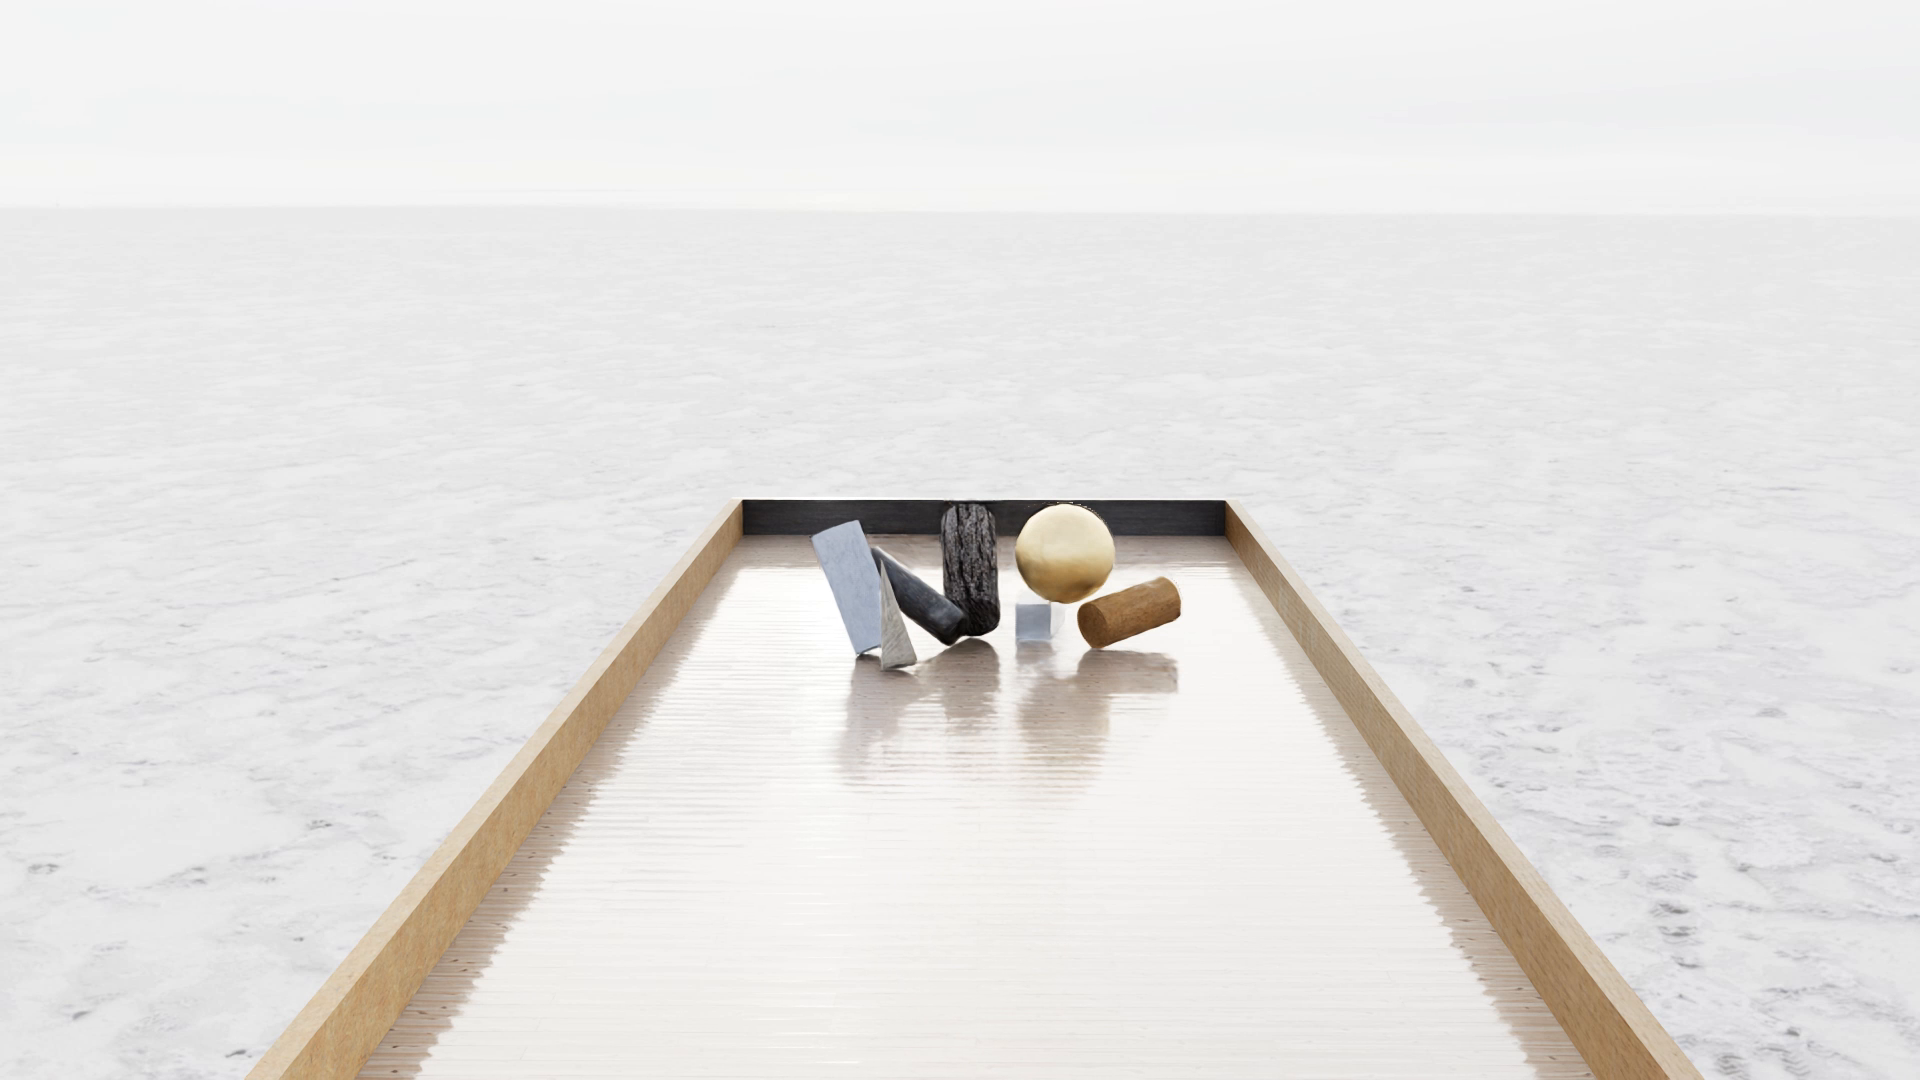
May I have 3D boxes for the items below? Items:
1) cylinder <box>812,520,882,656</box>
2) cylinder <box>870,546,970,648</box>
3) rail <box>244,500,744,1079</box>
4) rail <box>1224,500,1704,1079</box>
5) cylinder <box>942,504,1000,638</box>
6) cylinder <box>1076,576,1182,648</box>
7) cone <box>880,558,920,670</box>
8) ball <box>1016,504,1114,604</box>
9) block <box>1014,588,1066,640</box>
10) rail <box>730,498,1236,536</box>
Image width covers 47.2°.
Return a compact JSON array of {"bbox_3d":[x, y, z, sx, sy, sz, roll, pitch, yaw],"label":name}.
[{"bbox_3d":[-0.316,0.147,6.759,0.156,0.384,0.156,-21,-6,-2],"label":"cylinder"},{"bbox_3d":[-0.150,0.179,6.930,0.376,0.122,0.122,37,22,17],"label":"cylinder"},{"bbox_3d":[-1.004,0.839,3.234,0.050,0.150,12.000,0,9,1],"label":"rail"},{"bbox_3d":[1.046,0.843,3.208,0.050,0.150,12.000,0,9,1],"label":"rail"},{"bbox_3d":[0.034,0.096,7.141,0.180,0.180,0.436,0,44,-2],"label":"cylinder"},{"bbox_3d":[0.534,0.228,6.932,0.309,0.152,0.152,-18,18,-34],"label":"cylinder"},{"bbox_3d":[-0.207,0.211,6.544,0.113,0.336,0.113,-10,-9,-2],"label":"cone"},{"bbox_3d":[0.334,0.045,6.991,0.316,0.316,0.316,0,9,0],"label":"ball"},{"bbox_3d":[0.263,0.234,7.157,0.117,0.117,0.332,2,9,11],"label":"block"},{"bbox_3d":[0.099,-0.098,9.147,2.100,0.150,0.050,0,9,1],"label":"rail"}]
